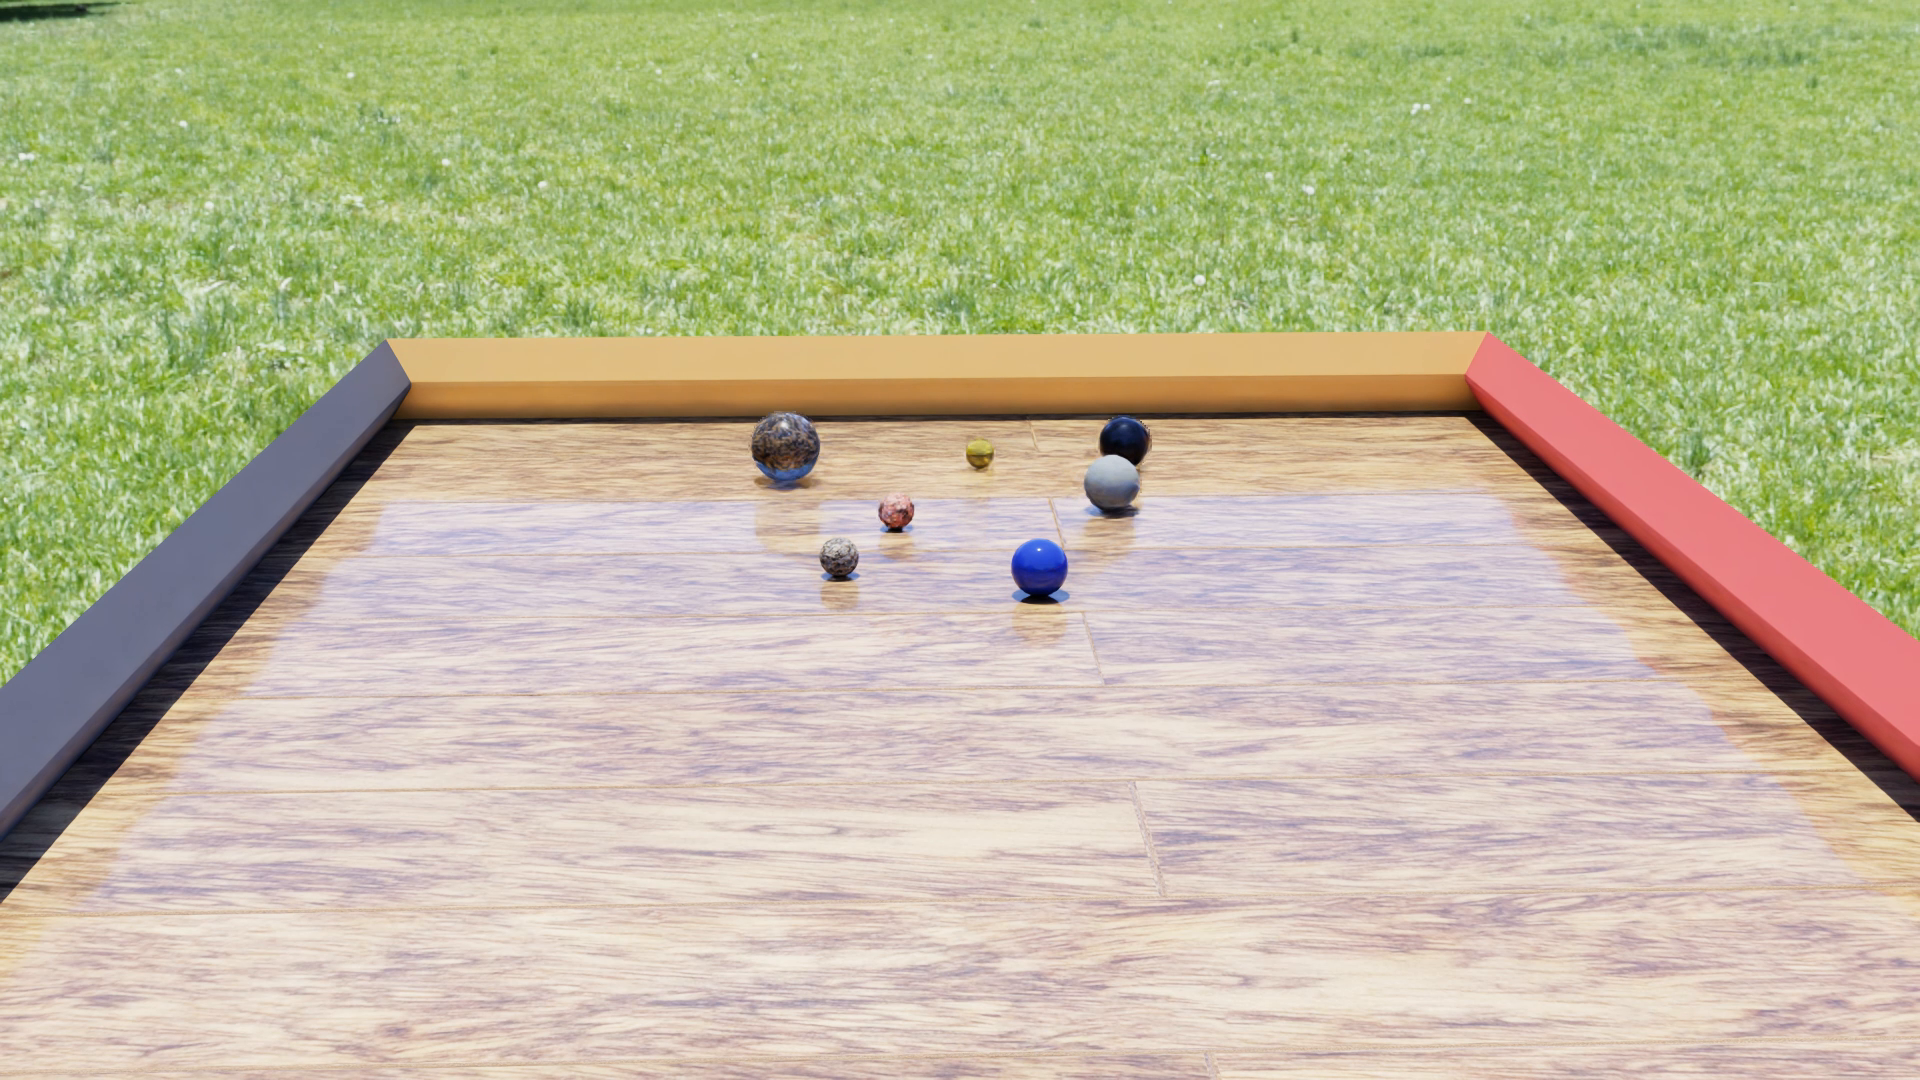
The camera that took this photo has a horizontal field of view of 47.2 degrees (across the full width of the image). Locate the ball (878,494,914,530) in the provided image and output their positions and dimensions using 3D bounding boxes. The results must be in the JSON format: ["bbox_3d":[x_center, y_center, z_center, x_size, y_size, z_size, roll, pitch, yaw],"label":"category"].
[{"bbox_3d":[-0.083,-0.037,2.850,0.047,0.047,0.047,0,16,0],"label":"ball"}]

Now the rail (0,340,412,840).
[{"bbox_3d":[-0.812,0.207,1.877,0.045,0.126,3.252,-1,16,-2],"label":"rail"}]

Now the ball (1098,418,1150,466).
[{"bbox_3d":[0.235,-0.139,3.147,0.074,0.074,0.074,0,16,0],"label":"ball"}]

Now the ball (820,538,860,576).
[{"bbox_3d":[-0.146,0.020,2.652,0.048,0.048,0.048,0,16,0],"label":"ball"}]

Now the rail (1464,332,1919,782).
[{"bbox_3d":[0.871,0.190,1.935,0.045,0.126,3.252,-1,16,-2],"label":"rail"}]

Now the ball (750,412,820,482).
[{"bbox_3d":[-0.244,-0.130,3.076,0.097,0.097,0.097,0,16,0],"label":"ball"}]

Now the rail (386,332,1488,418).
[{"bbox_3d":[-0.028,-0.254,3.442,1.731,0.126,0.045,-1,16,-2],"label":"rail"}]

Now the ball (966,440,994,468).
[{"bbox_3d":[0.029,-0.123,3.150,0.042,0.042,0.042,0,16,0],"label":"ball"}]

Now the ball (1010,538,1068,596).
[{"bbox_3d":[0.093,0.032,2.576,0.068,0.068,0.068,0,16,0],"label":"ball"}]

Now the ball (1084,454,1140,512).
[{"bbox_3d":[0.202,-0.076,2.930,0.075,0.075,0.075,0,16,0],"label":"ball"}]
